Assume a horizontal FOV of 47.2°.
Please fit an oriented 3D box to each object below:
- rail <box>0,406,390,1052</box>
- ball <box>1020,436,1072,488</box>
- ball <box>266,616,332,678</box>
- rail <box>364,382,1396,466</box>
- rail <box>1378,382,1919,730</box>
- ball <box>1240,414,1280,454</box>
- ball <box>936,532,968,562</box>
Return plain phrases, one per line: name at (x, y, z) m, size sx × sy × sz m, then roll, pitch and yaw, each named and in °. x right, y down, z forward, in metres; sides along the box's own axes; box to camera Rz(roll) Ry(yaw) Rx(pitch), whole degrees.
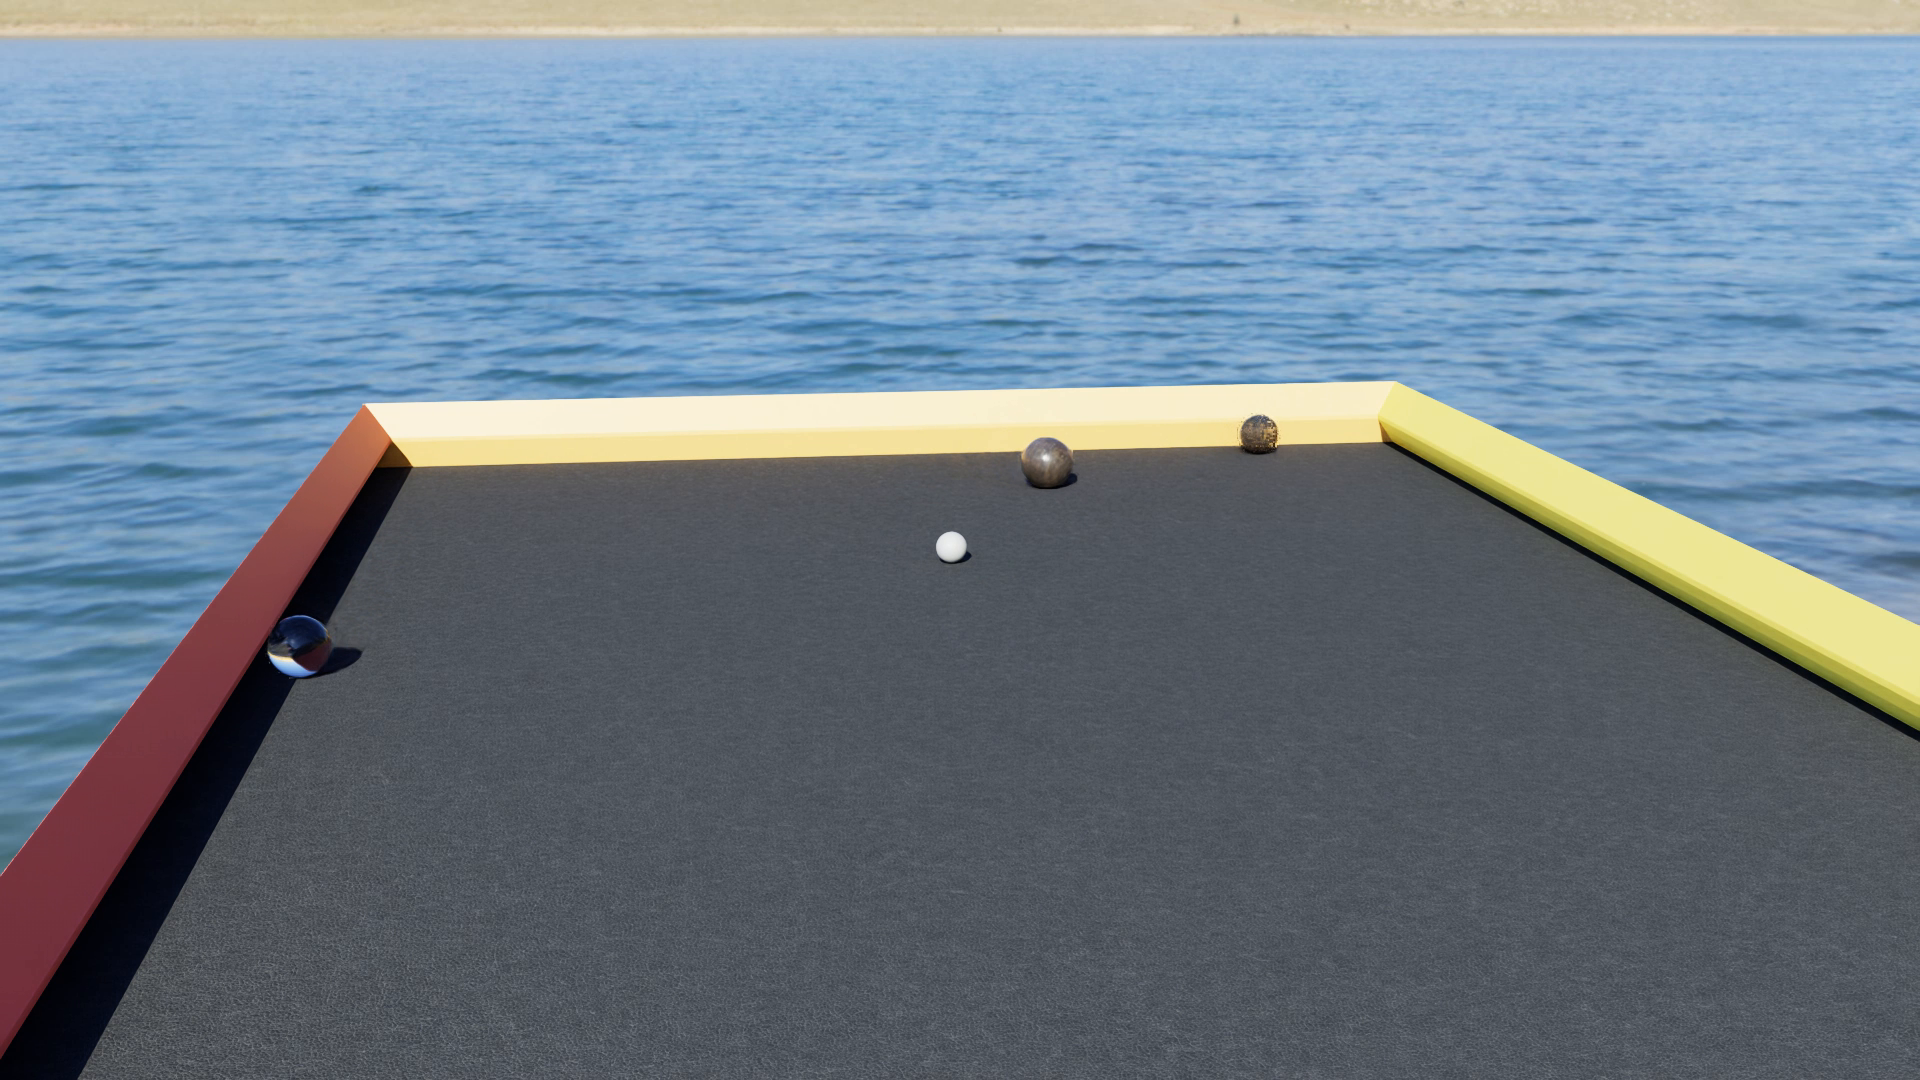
rail at (-0.724, 0.179, 2.042) m, size 0.045 × 0.103 × 3.128 m, roll -2°, pitch 13°, yaw -8°
ball at (0.134, -0.120, 3.395) m, size 0.079 × 0.079 × 0.079 m, roll 0°, pitch 13°, yaw 0°
ball at (-0.720, 0.116, 2.397) m, size 0.068 × 0.068 × 0.068 m, roll 0°, pitch 13°, yaw 0°
rail at (-0.103, -0.189, 3.641) m, size 1.724 × 0.103 × 0.045 m, roll -2°, pitch 13°, yaw -8°
rail at (0.937, 0.127, 2.265) m, size 0.045 × 0.103 × 3.128 m, roll -2°, pitch 13°, yaw -8°
ball at (0.501, -0.177, 3.675) m, size 0.065 × 0.065 × 0.065 m, roll 0°, pitch 13°, yaw 0°
ball at (-0.011, 0.010, 2.917) m, size 0.041 × 0.041 × 0.041 m, roll 0°, pitch 13°, yaw 0°
